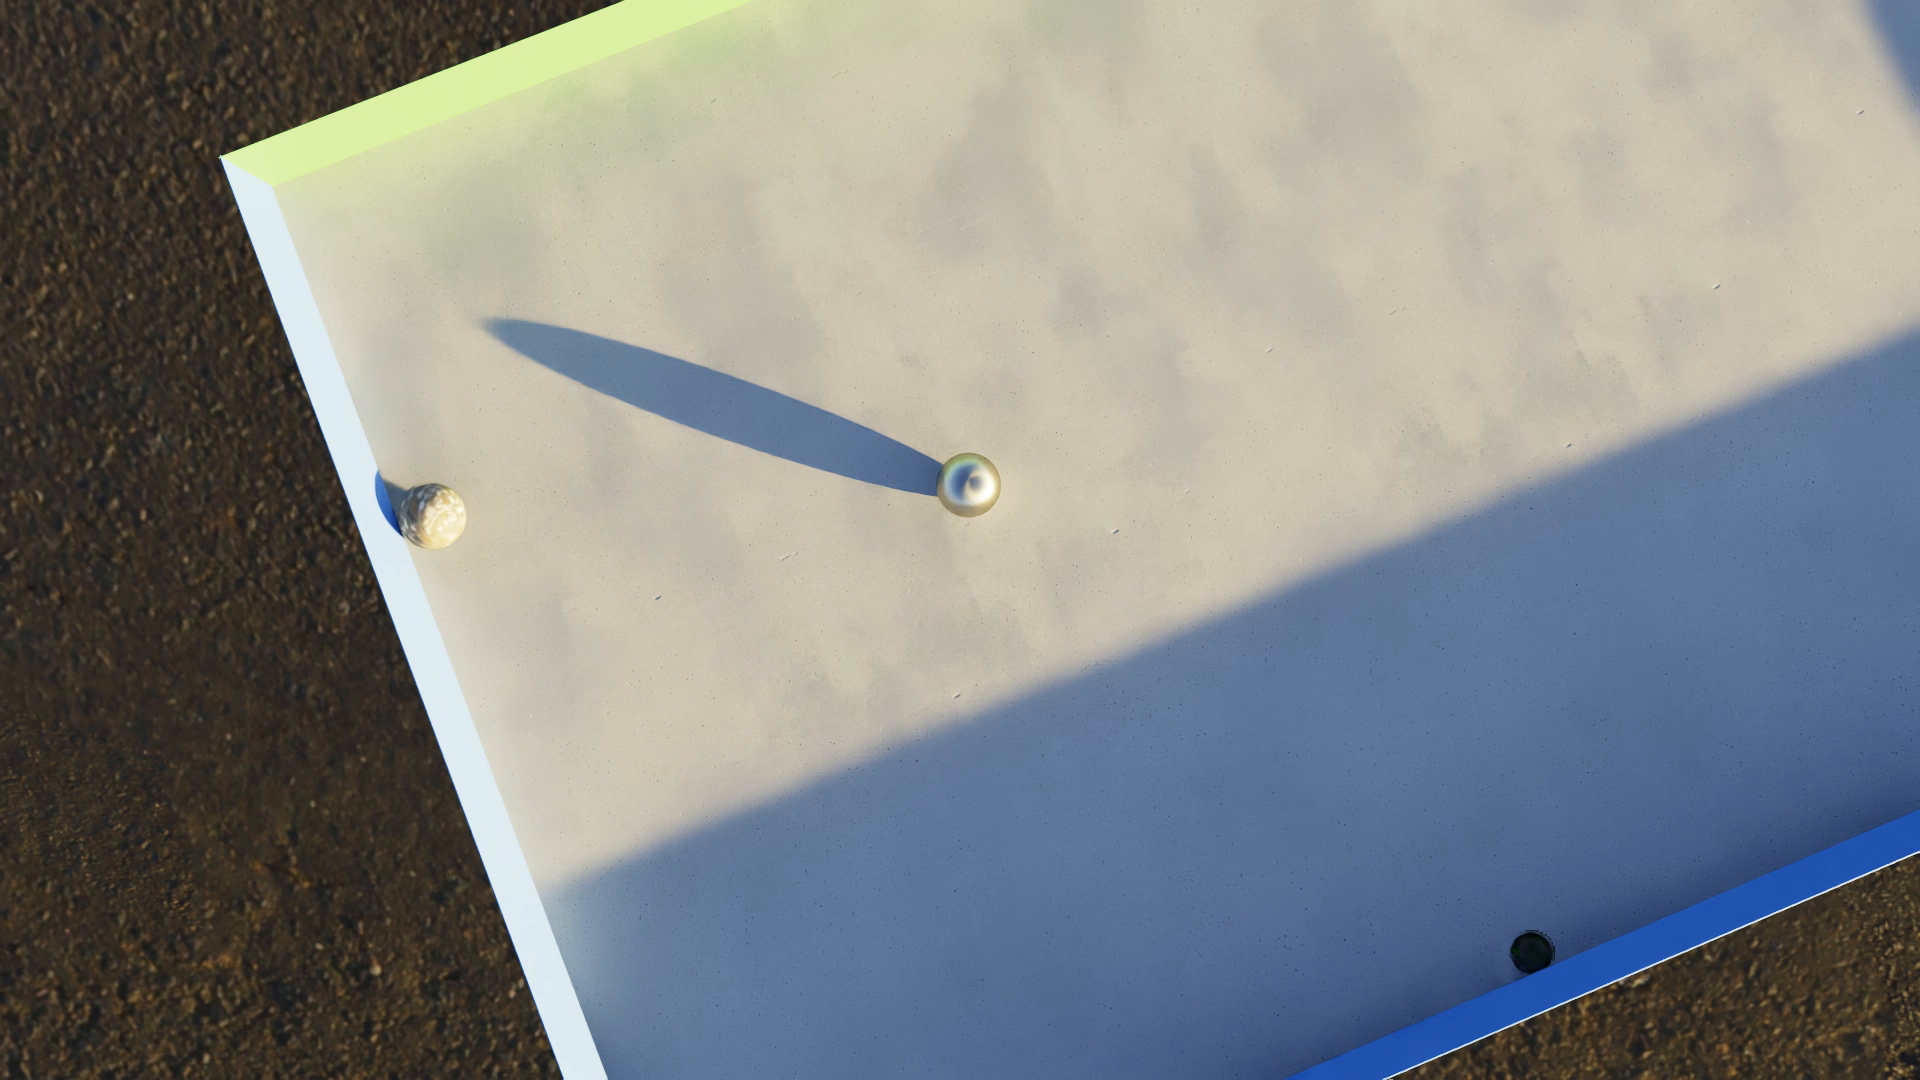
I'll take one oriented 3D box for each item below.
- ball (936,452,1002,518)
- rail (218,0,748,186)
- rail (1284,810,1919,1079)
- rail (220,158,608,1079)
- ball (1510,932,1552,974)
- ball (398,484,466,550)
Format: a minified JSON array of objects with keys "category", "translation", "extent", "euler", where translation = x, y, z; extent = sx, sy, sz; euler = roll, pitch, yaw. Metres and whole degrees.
[{"category":"ball","translation":[0.013,-0.082,3.272],"extent":[0.097,0.097,0.097],"euler":[0,81,0]},{"category":"rail","translation":[0.397,-1.142,3.420],"extent":[3.219,0.128,0.045],"euler":[-22,82,-3]},{"category":"rail","translation":[1.092,0.534,3.159],"extent":[3.219,0.128,0.045],"euler":[-22,82,-3]},{"category":"rail","translation":[-0.723,0.290,3.197],"extent":[0.045,0.128,1.880],"euler":[-22,82,-3]},{"category":"ball","translation":[0.828,0.599,3.185],"extent":[0.059,0.059,0.059],"euler":[0,81,0]},{"category":"ball","translation":[-0.783,-0.035,3.264],"extent":[0.099,0.099,0.099],"euler":[0,81,0]}]
